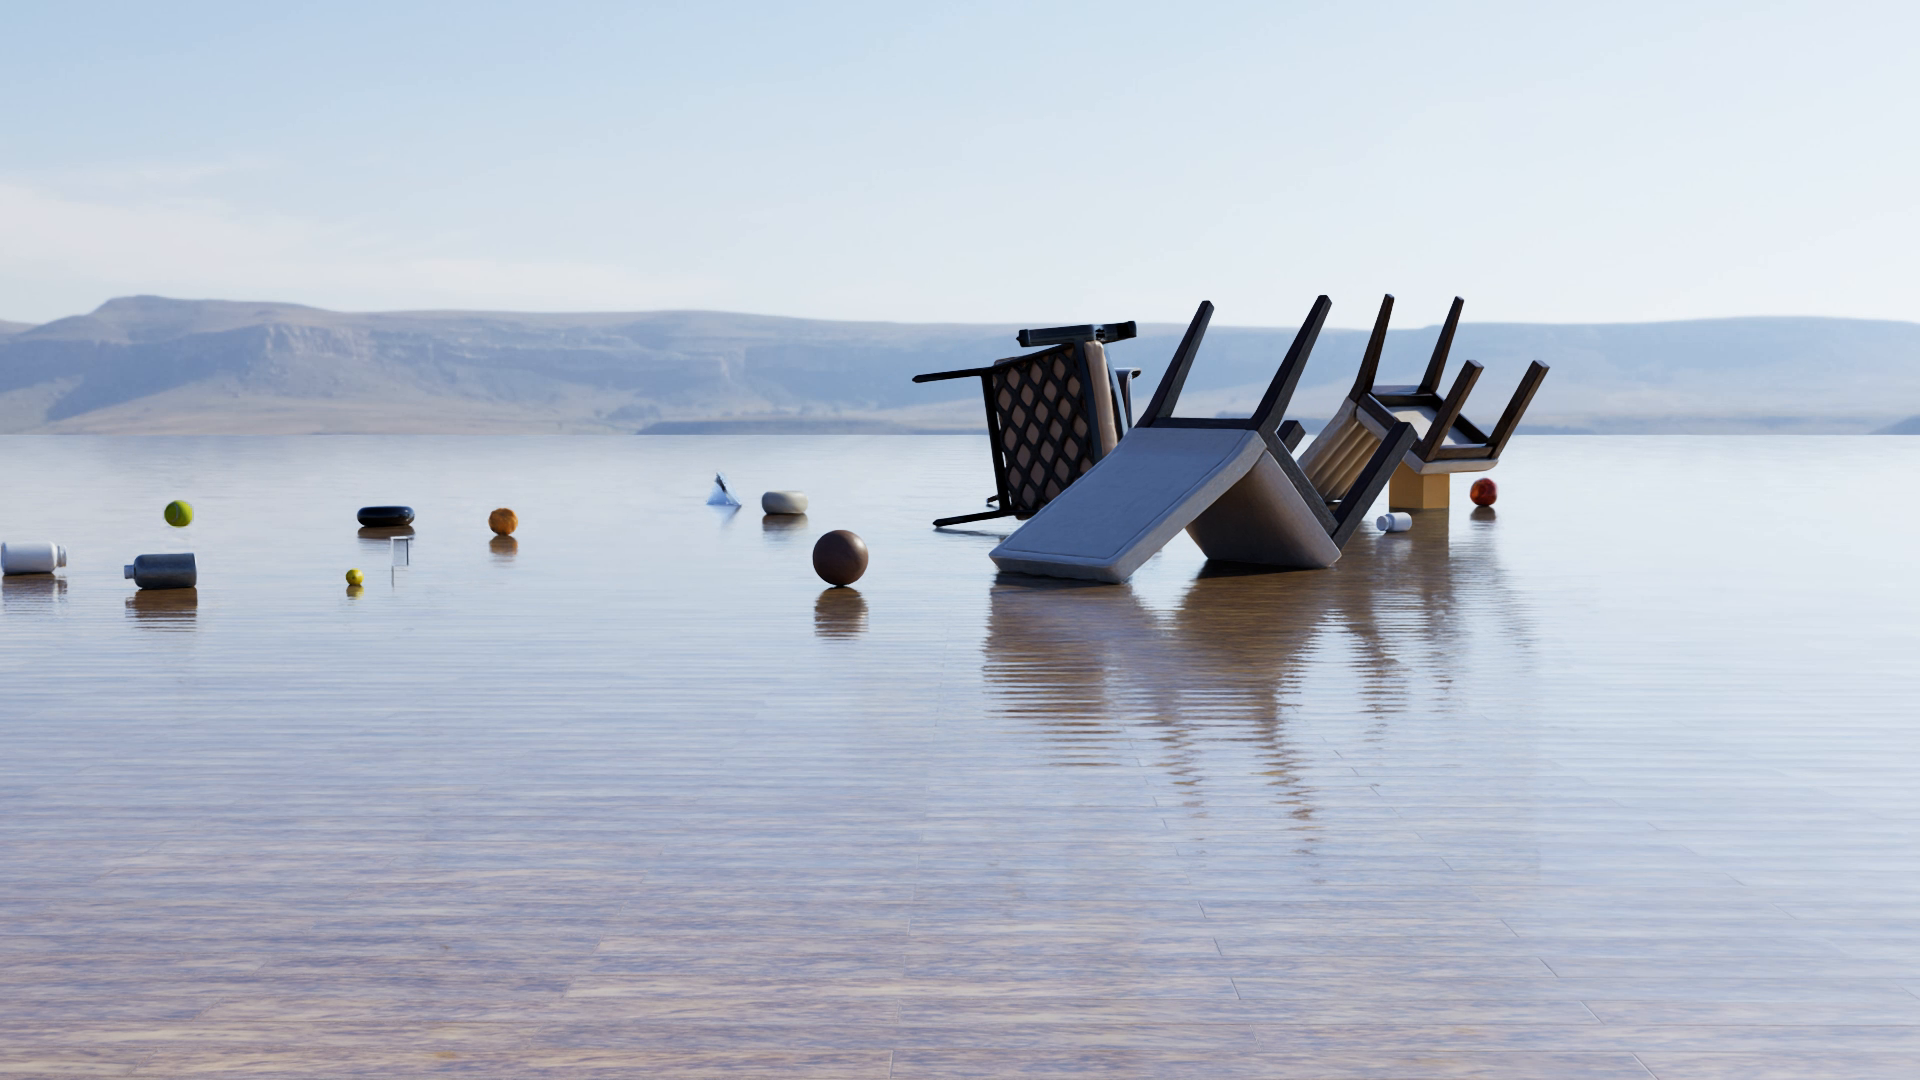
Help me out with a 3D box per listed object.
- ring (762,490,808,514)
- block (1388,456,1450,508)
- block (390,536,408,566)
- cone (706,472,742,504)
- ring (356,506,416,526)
[{"bbox_3d":[-0.633,-0.136,7.953,0.154,0.081,0.232,3,4,21],"label":"ring"},{"bbox_3d":[1.749,-0.222,8.374,0.157,0.192,0.165,-3,5,-39],"label":"block"},{"bbox_3d":[-1.427,0.029,5.600,0.037,0.071,0.067,-1,4,-19],"label":"block"},{"bbox_3d":[-0.942,-0.171,8.562,0.115,0.155,0.154,-34,-23,6],"label":"cone"},{"bbox_3d":[-1.892,-0.080,7.251,0.173,0.064,0.208,1,3,27],"label":"ring"}]
